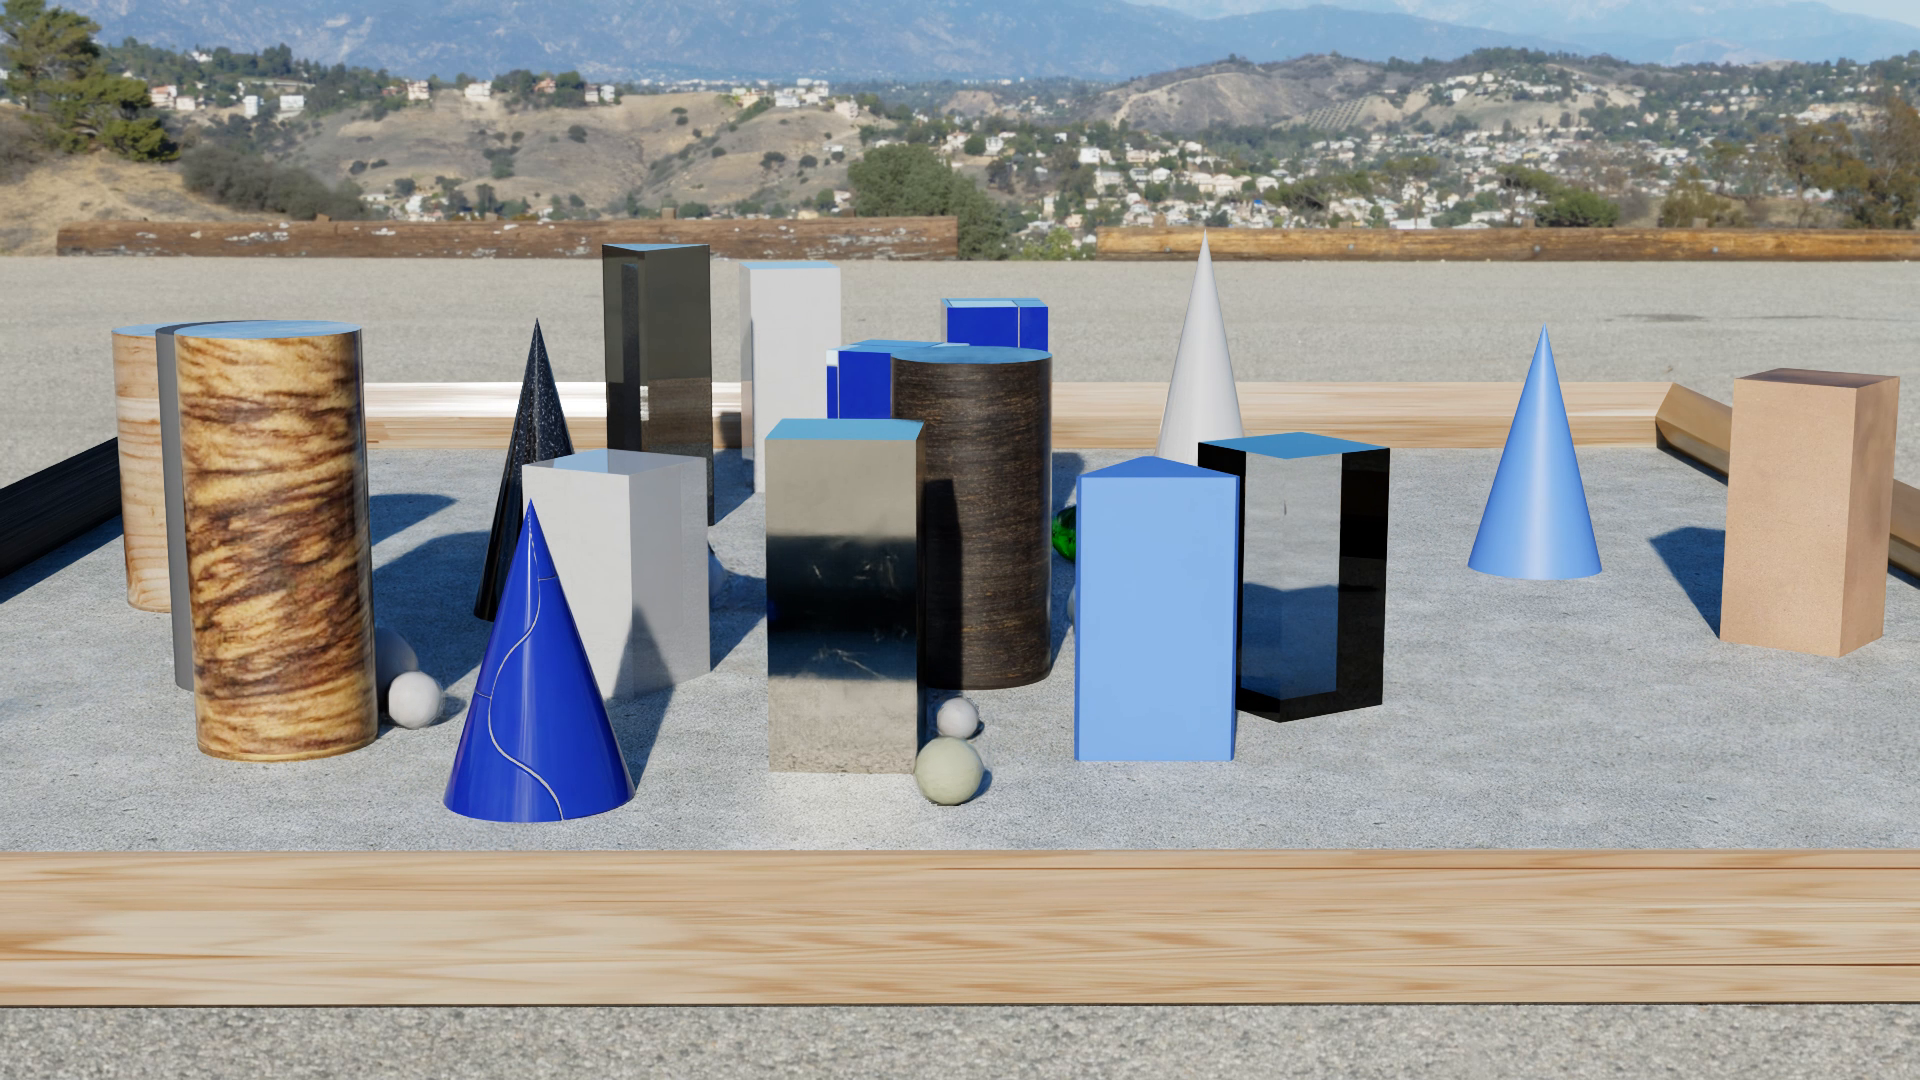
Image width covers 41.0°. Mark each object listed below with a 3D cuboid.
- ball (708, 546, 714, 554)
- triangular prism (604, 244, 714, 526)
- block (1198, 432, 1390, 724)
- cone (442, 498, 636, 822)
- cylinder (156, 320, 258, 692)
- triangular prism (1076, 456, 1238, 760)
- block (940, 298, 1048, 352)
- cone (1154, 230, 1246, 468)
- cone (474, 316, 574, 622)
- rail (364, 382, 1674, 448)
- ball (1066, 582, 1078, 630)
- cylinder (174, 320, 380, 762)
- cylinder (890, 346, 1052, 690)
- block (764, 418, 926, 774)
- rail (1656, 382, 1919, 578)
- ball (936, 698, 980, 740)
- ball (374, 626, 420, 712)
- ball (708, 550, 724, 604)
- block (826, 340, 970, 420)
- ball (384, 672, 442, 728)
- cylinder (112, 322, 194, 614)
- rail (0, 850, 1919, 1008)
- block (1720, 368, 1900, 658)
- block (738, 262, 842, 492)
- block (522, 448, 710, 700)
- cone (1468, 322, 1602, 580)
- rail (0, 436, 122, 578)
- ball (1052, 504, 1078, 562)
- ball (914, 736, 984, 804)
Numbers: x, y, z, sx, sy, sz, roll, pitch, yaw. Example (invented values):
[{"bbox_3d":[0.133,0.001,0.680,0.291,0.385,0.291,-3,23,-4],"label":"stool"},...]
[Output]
[{"bbox_3d":[-0.379,0.034,3.574,0.079,0.079,0.079,0,11,0],"label":"ball"},{"bbox_3d":[-0.499,-0.238,4.030,0.145,0.446,0.167,7,12,32],"label":"triangular prism"},{"bbox_3d":[0.379,0.039,2.946,0.154,0.298,0.154,-7,13,-33],"label":"block"},{"bbox_3d":[-0.424,0.107,2.560,0.193,0.305,0.193,0,11,0],"label":"cone"},{"bbox_3d":[-0.844,-0.042,3.049,0.193,0.420,0.193,0,11,0],"label":"cylinder"},{"bbox_3d":[0.206,0.071,2.760,0.167,0.304,0.145,0,11,0],"label":"triangular prism"},{"bbox_3d":[0.052,-0.191,4.010,0.154,0.361,0.154,-1,11,-4],"label":"block"},{"bbox_3d":[0.401,-0.284,4.239,0.193,0.460,0.193,0,11,0],"label":"cone"},{"bbox_3d":[-0.559,-0.101,3.427,0.193,0.397,0.193,0,11,0],"label":"cone"},{"bbox_3d":[-0.008,-0.234,4.881,2.746,0.125,0.045,0,11,0],"label":"rail"},{"bbox_3d":[0.183,0.085,3.249,0.095,0.095,0.095,0,11,0],"label":"ball"},{"bbox_3d":[-0.732,-0.003,2.759,0.193,0.448,0.193,0,11,0],"label":"cylinder"},{"bbox_3d":[0.014,-0.030,3.077,0.193,0.386,0.193,0,11,0],"label":"cylinder"},{"bbox_3d":[-0.118,0.056,2.710,0.154,0.350,0.154,1,11,3],"label":"block"},{"bbox_3d":[1.349,0.031,3.457,0.045,0.125,2.961,0,11,0],"label":"rail"},{"bbox_3d":[-0.003,0.195,2.794,0.047,0.047,0.047,0,11,0],"label":"ball"},{"bbox_3d":[-0.664,0.147,2.918,0.096,0.096,0.096,0,11,0],"label":"ball"},{"bbox_3d":[-0.360,0.050,3.477,0.081,0.081,0.081,0,11,0],"label":"ball"},{"bbox_3d":[-0.087,-0.110,3.656,0.154,0.331,0.154,4,11,21],"label":"block"},{"bbox_3d":[-0.606,0.177,2.846,0.063,0.063,0.063,0,11,0],"label":"ball"},{"bbox_3d":[-1.046,-0.102,3.502,0.193,0.372,0.193,0,11,0],"label":"cylinder"},{"bbox_3d":[0.008,0.298,2.017,2.746,0.125,0.045,0,11,0],"label":"rail"},{"bbox_3d":[1.079,-0.039,3.259,0.154,0.336,0.154,8,13,38],"label":"block"},{"bbox_3d":[-0.295,-0.286,4.464,0.154,0.383,0.154,-2,11,-12],"label":"block"},{"bbox_3d":[-0.407,0.037,3.052,0.154,0.263,0.154,6,12,29],"label":"block"},{"bbox_3d":[0.842,-0.138,3.727,0.193,0.360,0.193,0,11,0],"label":"cone"},{"bbox_3d":[-1.349,0.034,3.441,0.045,0.125,2.961,0,11,0],"label":"rail"},{"bbox_3d":[0.177,-0.011,3.792,0.087,0.087,0.087,0,11,0],"label":"ball"},{"bbox_3d":[-0.011,0.229,2.553,0.068,0.068,0.068,0,11,0],"label":"ball"}]
